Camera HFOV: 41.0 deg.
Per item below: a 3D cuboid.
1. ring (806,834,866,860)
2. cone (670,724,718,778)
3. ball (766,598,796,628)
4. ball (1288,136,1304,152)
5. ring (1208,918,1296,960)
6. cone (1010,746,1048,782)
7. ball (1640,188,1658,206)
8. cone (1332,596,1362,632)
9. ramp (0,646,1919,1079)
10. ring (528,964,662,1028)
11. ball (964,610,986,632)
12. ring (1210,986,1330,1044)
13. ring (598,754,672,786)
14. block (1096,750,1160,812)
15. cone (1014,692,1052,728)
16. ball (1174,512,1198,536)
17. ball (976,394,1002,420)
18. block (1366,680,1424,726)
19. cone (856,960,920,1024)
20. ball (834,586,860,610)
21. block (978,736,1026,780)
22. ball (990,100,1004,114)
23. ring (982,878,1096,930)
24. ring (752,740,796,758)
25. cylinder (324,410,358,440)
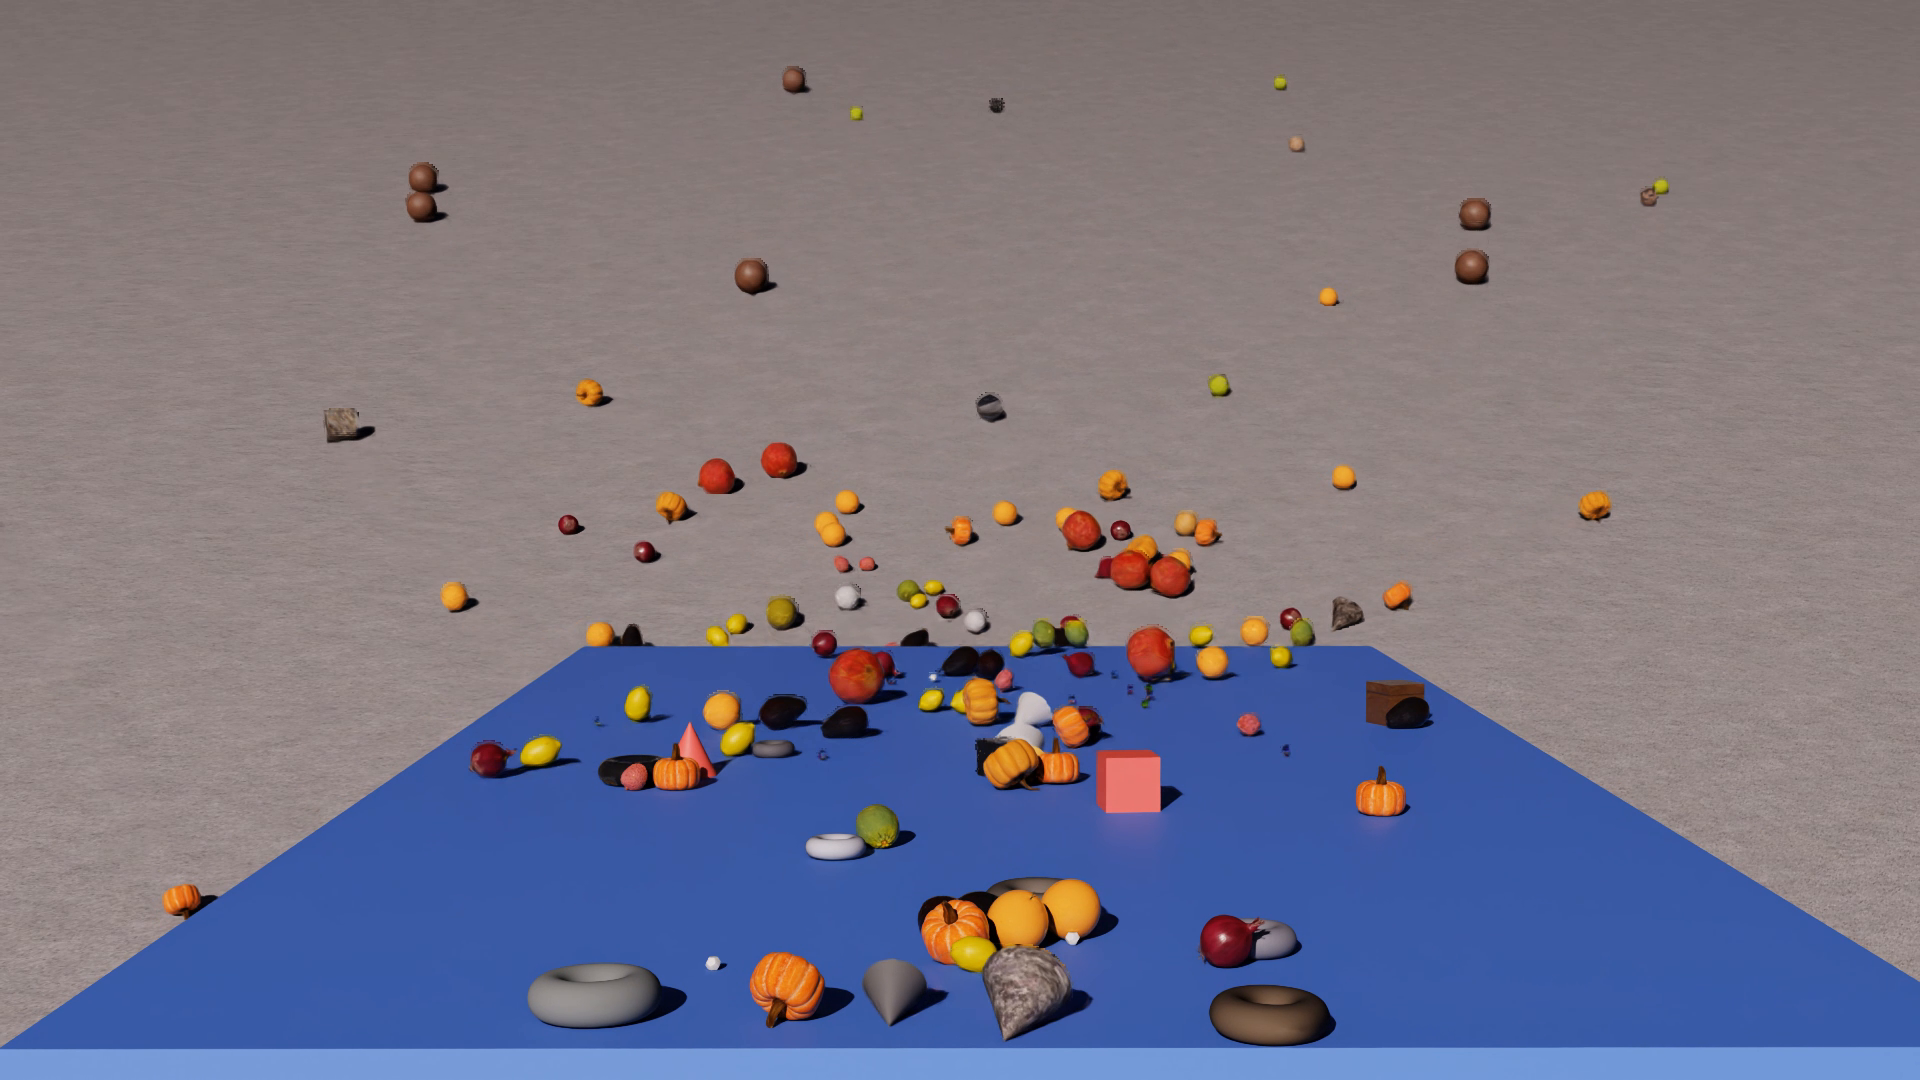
[{"bbox_3d":[-0.173,0.427,3.573,0.086,0.029,0.086,0,2,0],"label":"ring"},{"bbox_3d":[-0.456,0.351,4.336,0.091,0.091,0.091,0,3,0],"label":"cone"},{"bbox_3d":[-0.479,0.196,6.874,0.084,0.084,0.084,0,21,0],"label":"ball"},{"bbox_3d":[1.641,-1.929,12.522,0.078,0.078,0.078,0,21,0],"label":"ball"},{"bbox_3d":[0.336,0.459,2.960,0.103,0.034,0.103,1,2,0],"label":"ring"},{"bbox_3d":[0.117,0.386,4.270,0.063,0.063,0.063,-1,30,-3],"label":"cone"},{"bbox_3d":[3.072,-1.527,11.458,0.077,0.077,0.077,0,21,0],"label":"ball"},{"bbox_3d":[1.018,0.216,6.883,0.090,0.090,0.090,15,52,35],"label":"cone"},{"bbox_3d":[0.048,0.435,4.532,2.000,0.100,4.000,0,3,0],"label":"ramp"},{"bbox_3d":[-0.378,0.471,2.661,0.139,0.046,0.139,-1,2,0],"label":"ring"},{"bbox_3d":[0.041,0.218,6.851,0.060,0.060,0.060,0,21,0],"label":"ball"},{"bbox_3d":[0.311,0.478,2.586,0.121,0.040,0.121,1,4,0],"label":"ring"},{"bbox_3d":[-0.537,0.382,4.250,0.123,0.041,0.123,-1,4,0],"label":"ring"},{"bbox_3d":[0.261,0.374,3.990,0.085,0.085,0.085,0,3,-7],"label":"block"},{"bbox_3d":[0.123,0.345,4.928,0.078,0.078,0.078,15,38,34],"label":"cone"},{"bbox_3d":[0.662,-0.047,7.537,0.071,0.071,0.071,0,21,0],"label":"ball"},{"bbox_3d":[0.098,-0.441,8.562,0.086,0.086,0.086,0,21,0],"label":"ball"},{"bbox_3d":[0.847,0.317,5.003,0.080,0.080,0.080,-2,4,-24],"label":"block"},{"bbox_3d":[-0.070,0.480,2.646,0.067,0.067,0.067,-3,47,-8],"label":"cone"},{"bbox_3d":[-0.307,0.157,7.002,0.067,0.067,0.067,0,21,0],"label":"ball"},{"bbox_3d":[0.071,0.367,4.327,0.060,0.060,0.060,-2,4,-36],"label":"block"},{"bbox_3d":[0.193,-2.267,13.431,0.070,0.070,0.070,0,21,0],"label":"ball"},{"bbox_3d":[0.097,0.443,3.130,0.139,0.046,0.139,1,4,0],"label":"ring"},{"bbox_3d":[-0.331,0.371,4.560,0.077,0.026,0.077,-1,4,0],"label":"ring"},{"bbox_3d":[-2.016,-0.374,8.368,0.094,0.094,0.094,-6,21,-16],"label":"cylinder"}]
